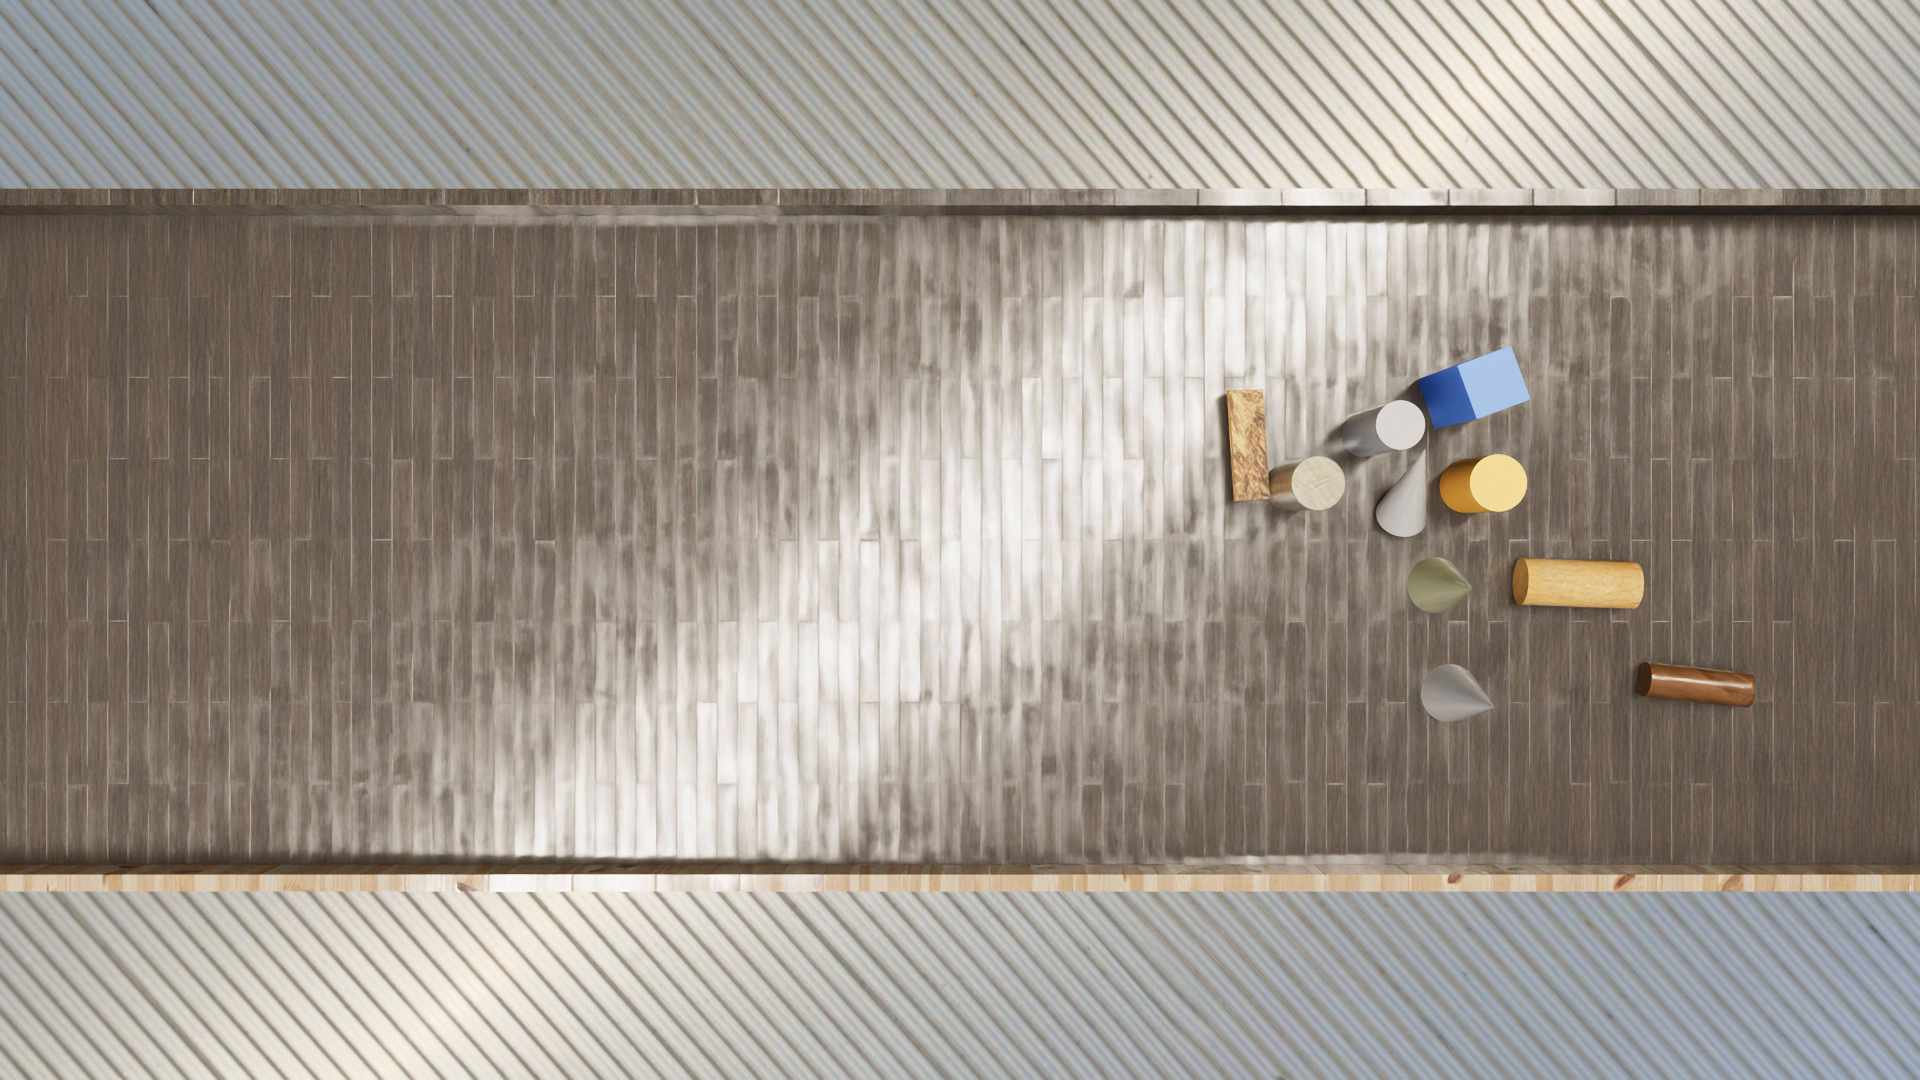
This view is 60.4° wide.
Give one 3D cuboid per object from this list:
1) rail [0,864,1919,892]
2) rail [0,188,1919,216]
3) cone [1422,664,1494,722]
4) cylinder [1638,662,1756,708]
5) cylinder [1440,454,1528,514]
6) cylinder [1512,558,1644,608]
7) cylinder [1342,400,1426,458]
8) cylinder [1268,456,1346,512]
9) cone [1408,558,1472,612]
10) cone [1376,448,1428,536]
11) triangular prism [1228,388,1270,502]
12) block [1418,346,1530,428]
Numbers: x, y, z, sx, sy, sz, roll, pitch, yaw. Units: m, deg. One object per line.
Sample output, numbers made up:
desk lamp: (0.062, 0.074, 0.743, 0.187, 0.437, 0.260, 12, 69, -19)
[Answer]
rail: (-2.247, 1.025, 5.001, 12.000, 0.150, 0.050, 0, 90, 0)
rail: (-2.247, -1.025, 5.002, 12.000, 0.150, 0.050, 0, 90, 0)
cone: (1.509, 0.472, 4.865, 0.179, 0.423, 0.179, 0, 90, 0)
cylinder: (2.242, 0.441, 5.024, 0.317, 0.105, 0.105, 7, 90, -3)
cylinder: (1.558, -0.165, 4.924, 0.165, 0.304, 0.165, 0, 90, 0)
cylinder: (1.874, 0.132, 5.005, 0.345, 0.143, 0.143, 2, 90, 0)
cylinder: (1.243, -0.324, 4.864, 0.139, 0.425, 0.139, 0, 90, 0)
cylinder: (1.014, -0.162, 4.873, 0.152, 0.407, 0.152, 0, 90, 0)
cone: (1.462, 0.139, 4.890, 0.171, 0.373, 0.171, 0, 90, 0)
cone: (1.340, -0.169, 4.878, 0.155, 0.368, 0.155, -1, 60, 2)
triangular prism: (0.850, -0.286, 4.998, 0.120, 0.104, 0.333, -4, 90, 42)
block: (1.510, -0.446, 4.870, 0.162, 0.413, 0.162, -20, 90, 0)
